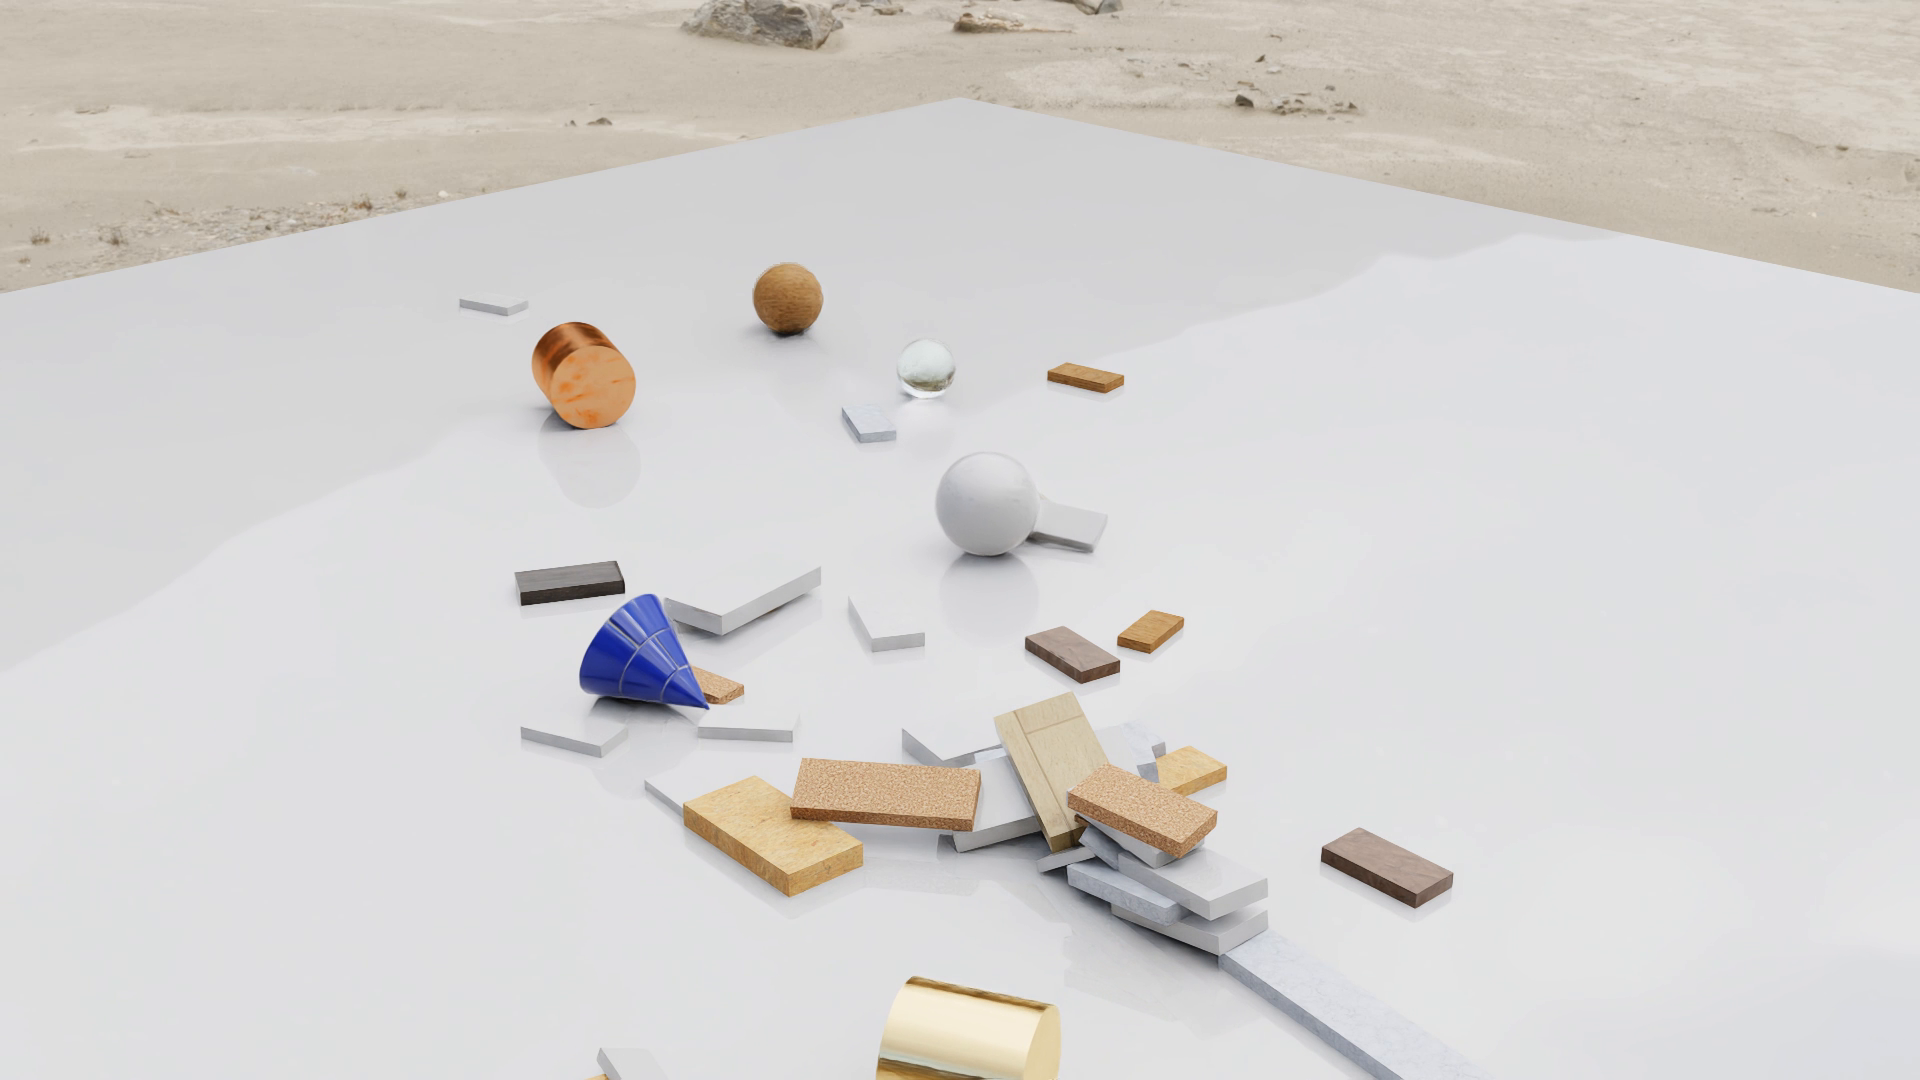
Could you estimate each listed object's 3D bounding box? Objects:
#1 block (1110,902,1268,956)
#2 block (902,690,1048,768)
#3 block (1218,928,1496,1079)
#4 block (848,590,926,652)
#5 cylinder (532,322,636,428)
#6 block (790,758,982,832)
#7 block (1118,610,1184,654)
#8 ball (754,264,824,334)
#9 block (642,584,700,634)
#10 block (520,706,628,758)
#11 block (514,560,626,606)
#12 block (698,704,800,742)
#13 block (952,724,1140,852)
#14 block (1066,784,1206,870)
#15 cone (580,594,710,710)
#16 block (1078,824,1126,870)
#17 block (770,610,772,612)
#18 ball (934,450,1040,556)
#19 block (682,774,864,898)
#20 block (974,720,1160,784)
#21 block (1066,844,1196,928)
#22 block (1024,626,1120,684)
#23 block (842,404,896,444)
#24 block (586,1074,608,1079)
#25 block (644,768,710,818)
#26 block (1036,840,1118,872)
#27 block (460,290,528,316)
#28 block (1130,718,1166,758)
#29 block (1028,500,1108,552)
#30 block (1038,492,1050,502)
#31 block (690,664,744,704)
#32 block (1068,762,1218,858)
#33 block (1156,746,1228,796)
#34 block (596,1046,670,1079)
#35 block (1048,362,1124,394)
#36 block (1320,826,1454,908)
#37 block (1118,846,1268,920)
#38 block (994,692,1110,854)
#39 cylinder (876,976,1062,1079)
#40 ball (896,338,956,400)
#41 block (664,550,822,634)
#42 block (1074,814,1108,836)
[{"bbox_3d":[0.421,0.685,4.051,0.134,0.038,0.267,-20,22,-38],"label":"block"},{"bbox_3d":[0.066,0.416,4.717,0.341,0.048,0.171,-13,26,-29],"label":"block"},{"bbox_3d":[0.673,0.825,3.770,0.125,0.035,0.554,-15,27,-32],"label":"block"},{"bbox_3d":[-0.177,0.191,5.263,0.128,0.036,0.256,-6,24,-14],"label":"block"},{"bbox_3d":[-1.131,-0.496,6.602,0.257,0.257,0.257,-9,25,-21],"label":"cylinder"},{"bbox_3d":[-0.146,0.502,4.345,0.360,0.036,0.128,3,44,8],"label":"block"},{"bbox_3d":[0.453,0.217,5.219,0.088,0.025,0.175,14,27,29],"label":"block"},{"bbox_3d":[-0.575,-0.807,7.364,0.233,0.233,0.233,0,23,0],"label":"ball"},{"bbox_3d":[-0.680,0.166,5.331,0.104,0.029,0.207,-14,26,-29],"label":"block"},{"bbox_3d":[-0.832,0.414,4.746,0.207,0.029,0.103,11,25,23],"label":"block"},{"bbox_3d":[-0.970,0.106,5.464,0.256,0.036,0.128,-7,24,-16],"label":"block"},{"bbox_3d":[-0.457,0.399,4.784,0.207,0.029,0.103,2,23,5],"label":"block"},{"bbox_3d":[0.159,0.493,4.375,0.385,0.048,0.171,-15,42,-4],"label":"block"},{"bbox_3d":[0.328,0.519,4.127,0.125,0.035,0.249,-21,36,-33],"label":"block"},{"bbox_3d":[-0.650,0.301,4.854,0.266,0.266,0.266,34,35,19],"label":"cone"},{"bbox_3d":[0.270,0.575,4.126,0.091,0.013,0.045,38,41,1],"label":"block"},{"bbox_3d":[-0.528,0.144,5.393,0.162,0.023,0.081,6,24,13],"label":"block"},{"bbox_3d":[0.070,-0.094,5.638,0.269,0.269,0.269,0,23,0],"label":"ball"},{"bbox_3d":[-0.371,0.579,4.332,0.178,0.050,0.355,-18,29,-37],"label":"block"},{"bbox_3d":[0.216,0.467,4.505,0.355,0.050,0.178,-11,24,-1],"label":"block"},{"bbox_3d":[0.339,0.640,4.095,0.134,0.038,0.267,-18,21,-35],"label":"block"},{"bbox_3d":[0.260,0.265,5.097,0.111,0.031,0.222,-14,27,-31],"label":"block"},{"bbox_3d":[-0.271,-0.348,6.541,0.109,0.031,0.246,-6,24,-14],"label":"block"},{"bbox_3d":[-0.630,0.919,3.563,0.175,0.025,0.088,-11,25,-25],"label":"block"},{"bbox_3d":[-0.570,0.520,4.507,0.081,0.023,0.162,-17,28,-35],"label":"block"},{"bbox_3d":[0.227,0.598,4.206,0.081,0.023,0.161,-17,-6,-43],"label":"block"},{"bbox_3d":[-1.624,-0.824,7.664,0.218,0.031,0.109,13,26,28],"label":"block"},{"bbox_3d":[0.305,0.450,4.619,0.229,0.032,0.114,-19,28,-20],"label":"block"},{"bbox_3d":[0.263,-0.041,5.745,0.222,0.031,0.111,13,50,20],"label":"block"},{"bbox_3d":[0.199,-0.076,5.900,0.111,0.031,0.222,-9,25,-20],"label":"block"},{"bbox_3d":[-0.667,0.300,5.023,0.398,0.023,0.081,17,28,34],"label":"block"},{"bbox_3d":[0.339,0.501,4.089,0.249,0.035,0.125,21,35,32],"label":"block"},{"bbox_3d":[0.431,0.494,4.555,0.229,0.032,0.114,-17,28,-35],"label":"block"},{"bbox_3d":[-0.521,0.888,3.598,0.088,0.025,0.176,11,14,-34],"label":"block"},{"bbox_3d":[0.396,-0.511,6.926,0.218,0.031,0.109,16,28,33],"label":"block"},{"bbox_3d":[0.822,0.629,4.236,0.114,0.032,0.229,-19,30,-38],"label":"block"},{"bbox_3d":[0.425,0.613,4.024,0.134,0.038,0.267,-16,20,-30],"label":"block"},{"bbox_3d":[0.203,0.453,4.337,0.171,0.048,0.341,-18,43,-8],"label":"block"},{"bbox_3d":[0.017,0.833,3.500,0.233,0.233,0.233,8,24,18],"label":"cylinder"},{"bbox_3d":[-0.104,-0.526,6.765,0.185,0.185,0.185,0,23,0],"label":"ball"},{"bbox_3d":[-0.524,0.123,5.338,0.178,0.050,0.380,16,26,31],"label":"block"},{"bbox_3d":[0.267,0.536,4.181,0.091,0.013,0.045,24,39,32],"label":"block"}]
